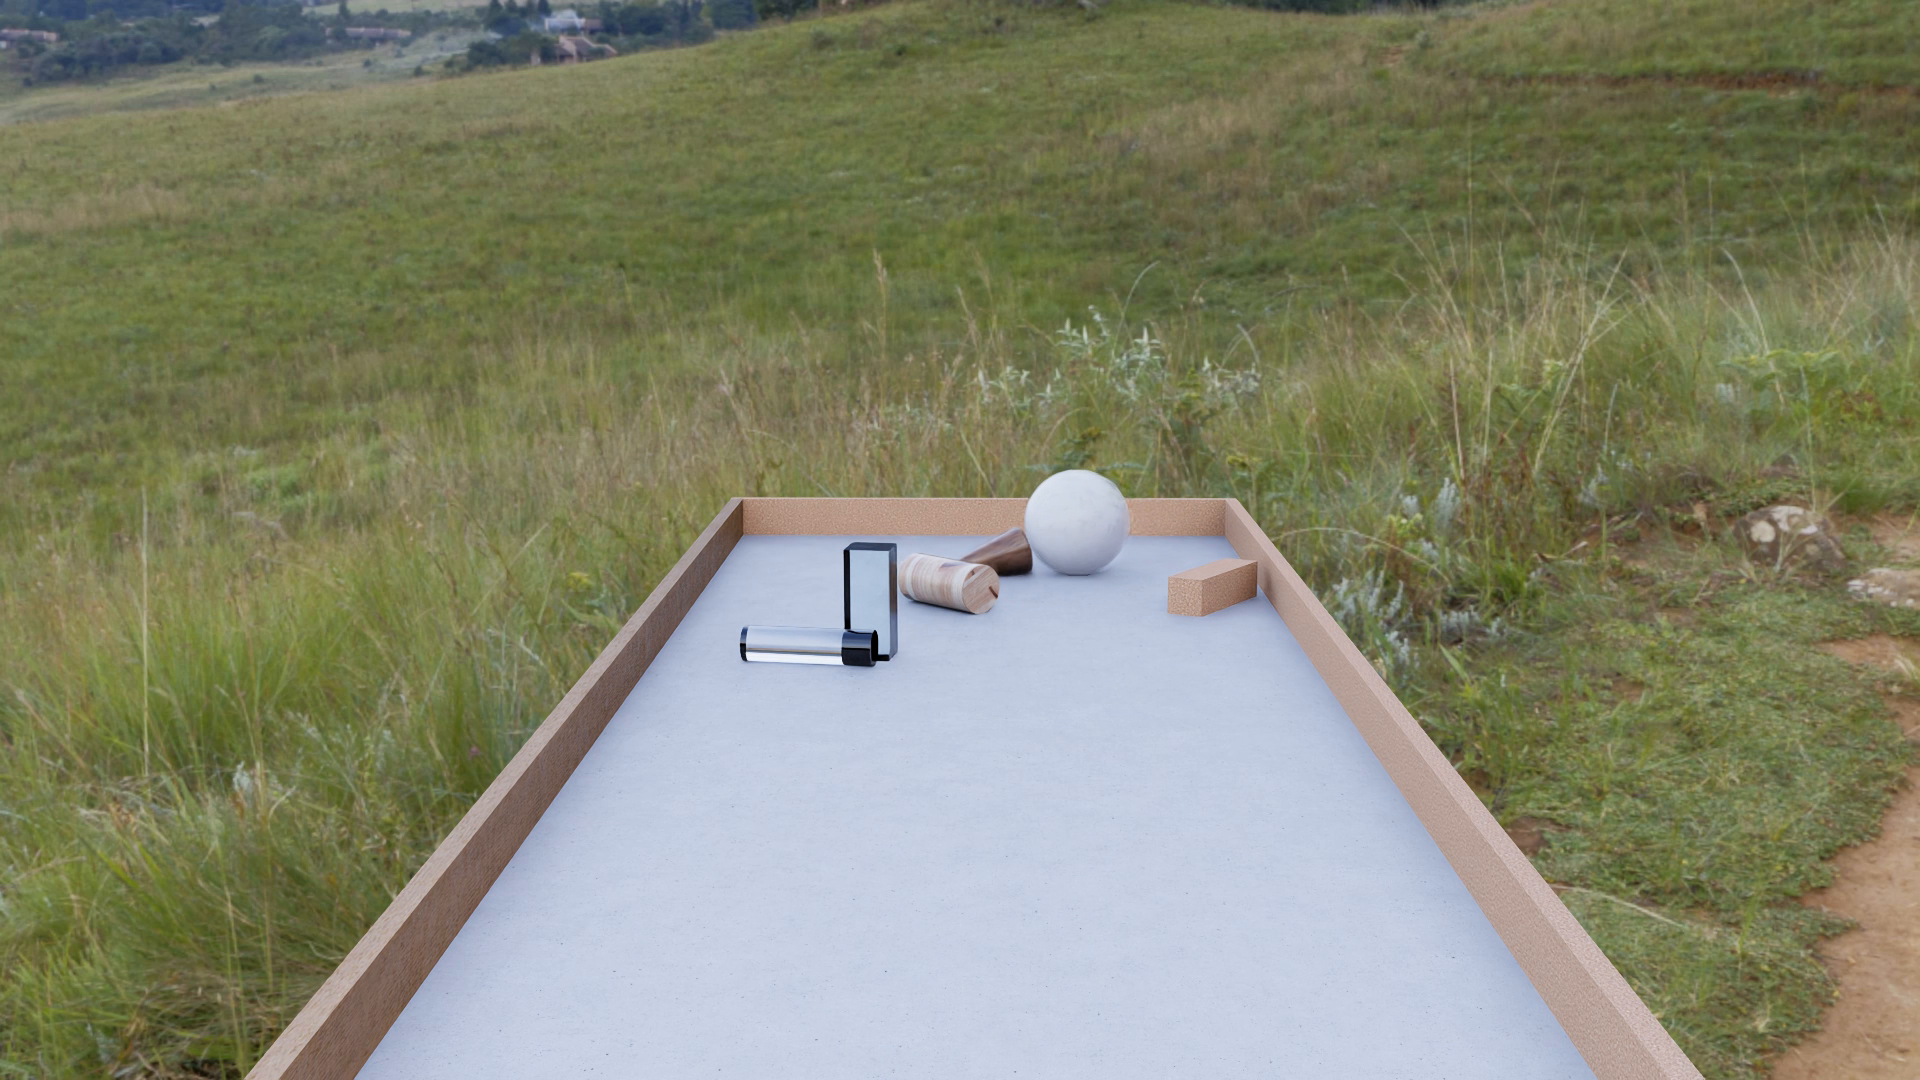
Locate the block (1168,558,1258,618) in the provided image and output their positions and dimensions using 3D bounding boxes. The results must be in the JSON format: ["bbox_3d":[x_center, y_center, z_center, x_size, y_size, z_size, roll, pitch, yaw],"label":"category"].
[{"bbox_3d":[0.875,0.161,7.591,0.125,0.125,0.457,5,11,31],"label":"block"}]

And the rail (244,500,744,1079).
[{"bbox_3d":[-1.004,0.839,3.234,0.050,0.150,12.000,0,9,1],"label":"rail"}]

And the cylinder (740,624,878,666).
[{"bbox_3d":[-0.455,0.319,6.644,0.404,0.110,0.110,2,9,11],"label":"cylinder"}]

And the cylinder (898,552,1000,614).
[{"bbox_3d":[-0.040,0.147,7.547,0.167,0.167,0.340,-8,12,-41],"label":"cylinder"}]

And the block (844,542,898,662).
[{"bbox_3d":[-0.272,0.187,6.728,0.138,0.341,0.138,2,10,10],"label":"block"}]

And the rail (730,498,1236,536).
[{"bbox_3d":[0.099,-0.098,9.147,2.100,0.150,0.050,0,9,1],"label":"rail"}]

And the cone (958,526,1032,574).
[{"bbox_3d":[0.045,0.091,8.156,0.415,0.177,0.177,-16,14,-20],"label":"cone"}]

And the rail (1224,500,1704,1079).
[{"bbox_3d":[1.046,0.843,3.208,0.050,0.150,12.000,0,9,1],"label":"rail"}]

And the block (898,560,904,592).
[{"bbox_3d":[-0.074,0.139,7.789,0.319,0.108,0.108,8,12,41],"label":"block"}]

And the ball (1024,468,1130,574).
[{"bbox_3d":[0.437,-0.068,8.185,0.393,0.393,0.393,0,9,0],"label":"ball"}]
